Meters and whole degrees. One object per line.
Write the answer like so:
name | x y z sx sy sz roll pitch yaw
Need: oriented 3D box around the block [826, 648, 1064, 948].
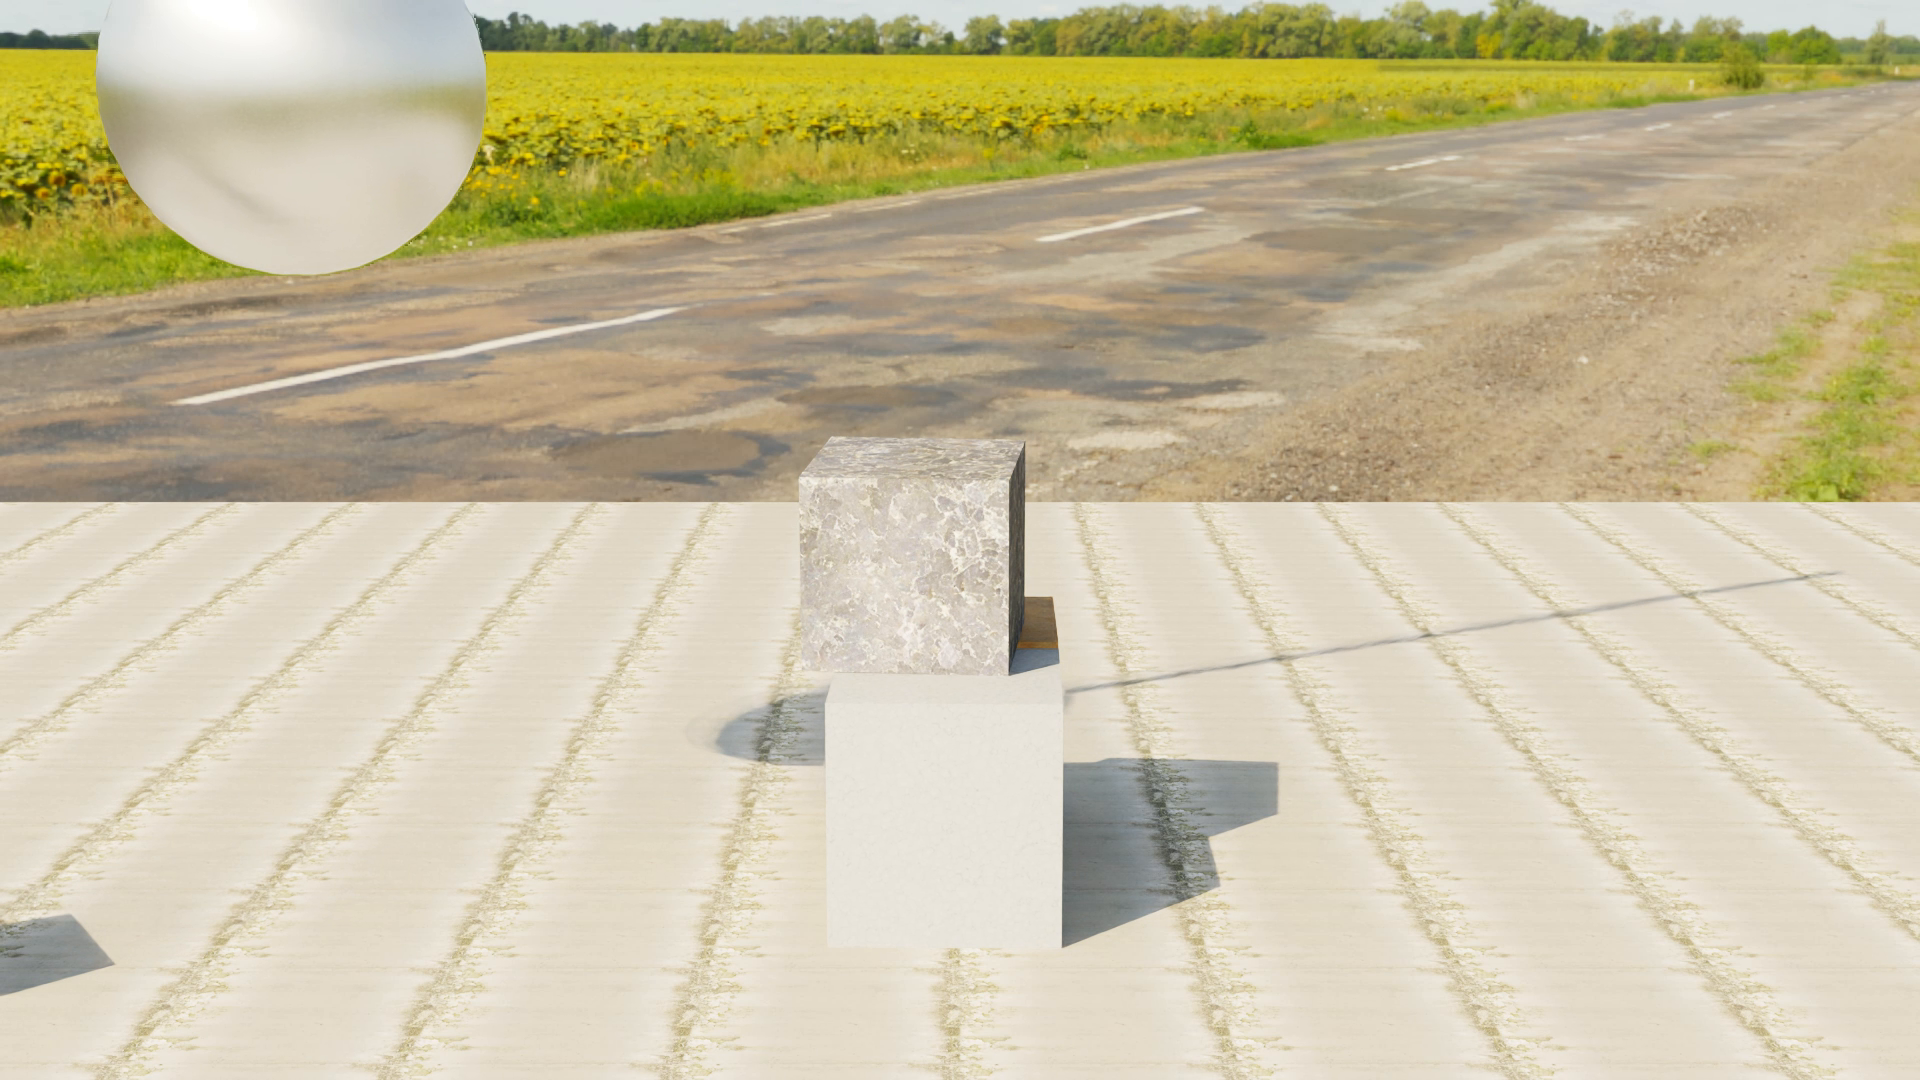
block | -0.053 1.067 10.847 0.953 1.020 1.015 0 10 1

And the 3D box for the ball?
ball | -2.808 -1.920 10.831 1.600 1.600 1.600 0 10 0

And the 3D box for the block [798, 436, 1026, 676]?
block | -0.188 0.053 11.127 0.874 0.833 0.925 1 13 5

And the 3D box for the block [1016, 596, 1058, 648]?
block | -0.019 0.871 11.855 0.913 1.044 0.996 0 10 1
